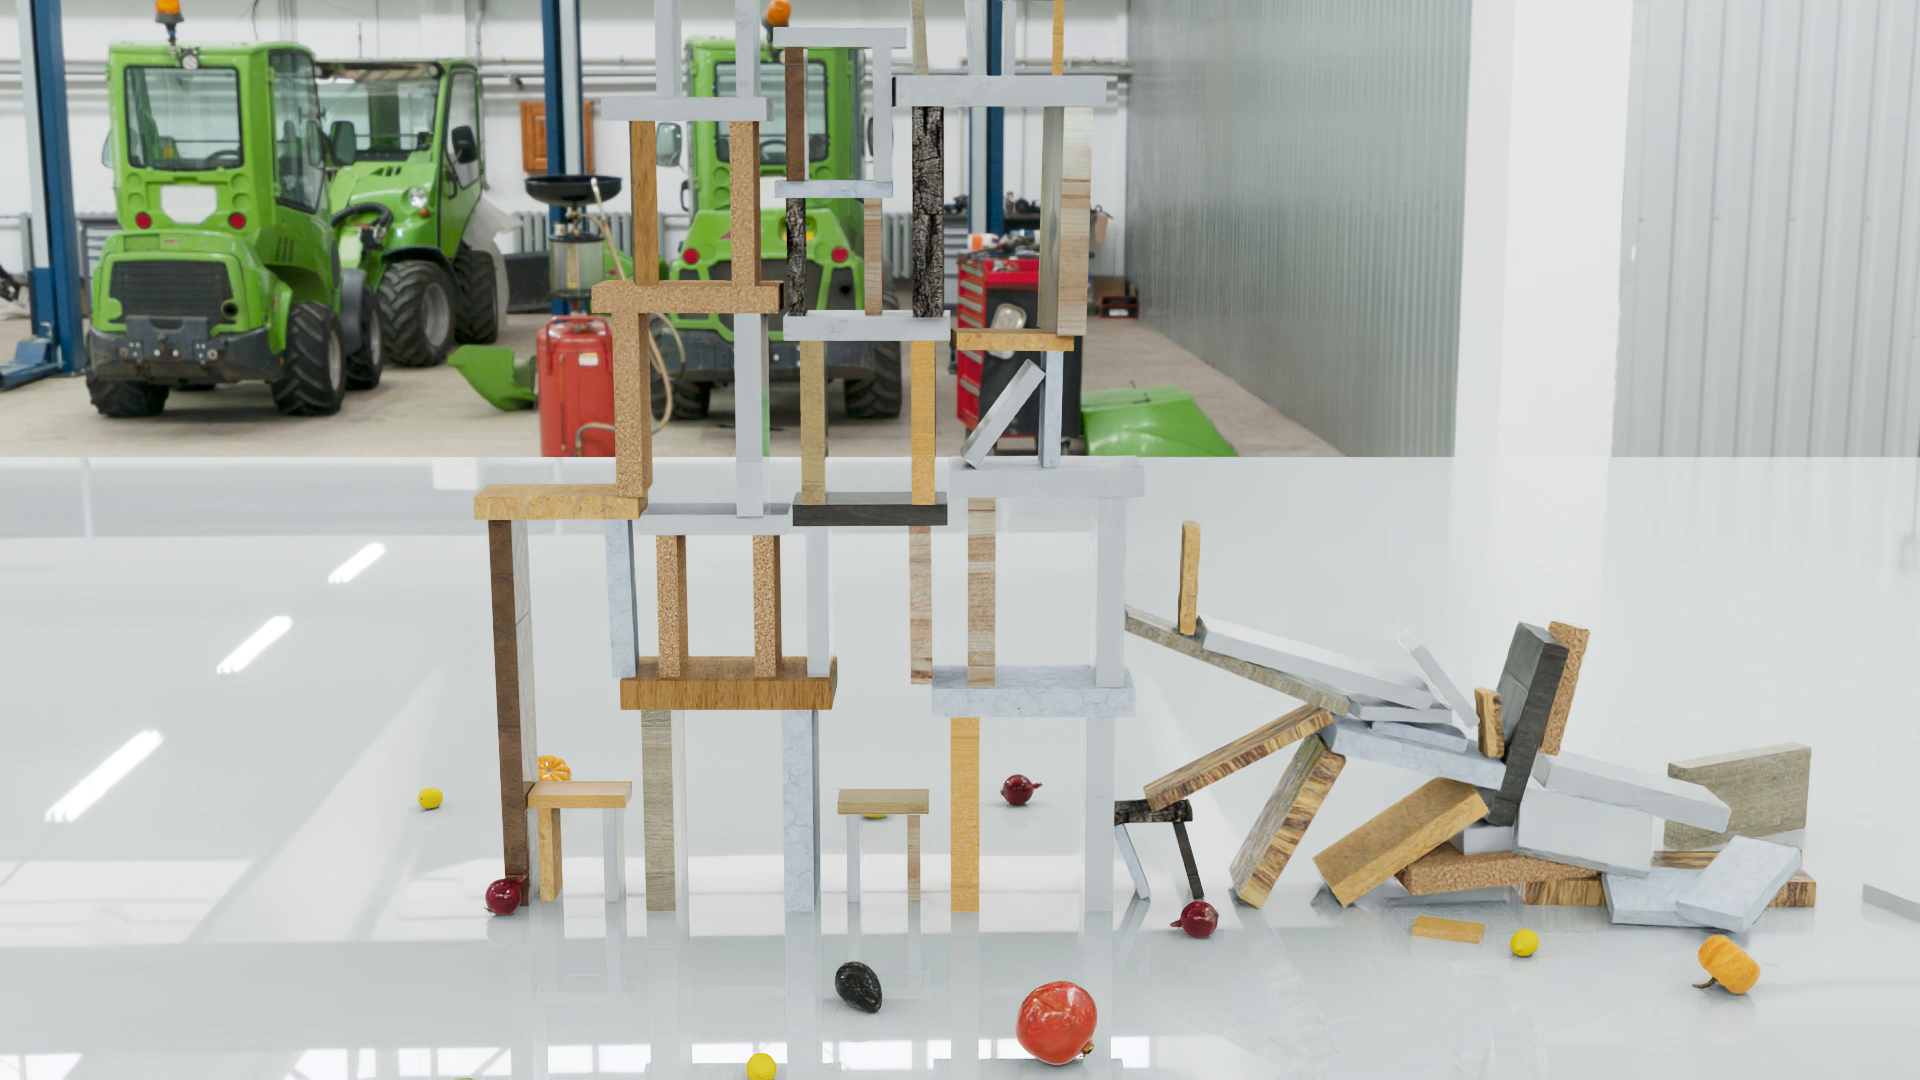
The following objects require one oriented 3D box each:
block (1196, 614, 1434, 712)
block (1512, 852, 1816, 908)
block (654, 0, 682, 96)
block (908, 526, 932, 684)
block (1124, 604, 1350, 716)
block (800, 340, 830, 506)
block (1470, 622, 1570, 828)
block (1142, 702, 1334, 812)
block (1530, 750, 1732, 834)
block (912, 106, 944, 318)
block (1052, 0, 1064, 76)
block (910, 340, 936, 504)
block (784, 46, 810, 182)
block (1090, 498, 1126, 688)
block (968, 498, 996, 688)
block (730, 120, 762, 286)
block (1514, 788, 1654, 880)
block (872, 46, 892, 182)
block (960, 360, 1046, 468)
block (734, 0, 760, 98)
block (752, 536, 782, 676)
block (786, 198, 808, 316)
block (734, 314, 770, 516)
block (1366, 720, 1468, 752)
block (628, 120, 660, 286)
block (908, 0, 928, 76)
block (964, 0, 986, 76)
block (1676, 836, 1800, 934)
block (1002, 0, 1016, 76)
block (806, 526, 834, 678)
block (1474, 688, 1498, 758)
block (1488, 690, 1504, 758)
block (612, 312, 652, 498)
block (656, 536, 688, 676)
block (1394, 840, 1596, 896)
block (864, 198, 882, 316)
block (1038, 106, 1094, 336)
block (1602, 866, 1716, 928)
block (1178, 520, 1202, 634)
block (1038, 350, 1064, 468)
[{"bbox_3d":[0.576,0.200,3.595,0.388,0.030,0.107,16,12,-6],"label":"block"},{"bbox_3d":[1.167,0.566,3.681,0.473,0.043,0.153,0,11,1],"label":"block"},{"bbox_3d":[-0.453,-0.785,3.420,0.027,0.190,0.095,0,11,1],"label":"block"},{"bbox_3d":[-0.063,0.094,3.584,0.035,0.260,0.123,0,11,0],"label":"block"},{"bbox_3d":[0.448,0.196,3.601,0.393,0.024,0.086,22,11,-5],"label":"block"},{"bbox_3d":[-0.233,-0.196,3.526,0.037,0.261,0.131,0,11,-1],"label":"block"},{"bbox_3d":[0.921,0.304,3.647,0.044,0.311,0.155,14,10,-4],"label":"block"},{"bbox_3d":[0.458,0.355,3.632,0.331,0.022,0.079,-27,10,4],"label":"block"},{"bbox_3d":[1.116,0.414,3.685,0.305,0.043,0.153,14,8,-1],"label":"block"},{"bbox_3d":[-0.049,-0.519,3.469,0.046,0.322,0.161,0,11,1],"label":"block"},{"bbox_3d":[0.152,-0.777,3.408,0.016,0.115,0.058,1,11,2],"label":"block"},{"bbox_3d":[-0.058,-0.196,3.529,0.037,0.261,0.130,0,11,0],"label":"block"},{"bbox_3d":[-0.254,-0.665,3.436,0.029,0.203,0.102,0,11,0],"label":"block"},{"bbox_3d":[0.240,0.071,3.578,0.044,0.309,0.154,0,11,-1],"label":"block"},{"bbox_3d":[0.034,0.071,3.576,0.044,0.309,0.154,0,11,0],"label":"block"},{"bbox_3d":[-0.337,-0.531,3.462,0.036,0.253,0.126,0,11,0],"label":"block"},{"bbox_3d":[1.015,0.477,3.582,0.214,0.107,0.030,11,-31,4],"label":"block"},{"bbox_3d":[-0.121,-0.665,3.439,0.029,0.203,0.102,0,11,-2],"label":"block"},{"bbox_3d":[0.067,-0.204,3.520,0.026,0.185,0.093,36,7,-9],"label":"block"},{"bbox_3d":[-0.329,-0.783,3.414,0.027,0.190,0.095,1,11,1],"label":"block"},{"bbox_3d":[-0.313,0.096,3.579,0.033,0.232,0.116,0,11,1],"label":"block"},{"bbox_3d":[-0.258,-0.450,3.481,0.026,0.183,0.091,0,11,-1],"label":"block"},{"bbox_3d":[-0.332,-0.209,3.524,0.041,0.321,0.145,0,11,0],"label":"block"},{"bbox_3d":[0.751,0.312,3.629,0.158,0.022,0.079,14,10,-1],"label":"block"},{"bbox_3d":[-0.498,-0.532,3.465,0.036,0.253,0.126,-2,11,-10],"label":"block"},{"bbox_3d":[-0.064,-0.786,3.405,0.019,0.133,0.067,-4,11,-4],"label":"block"},{"bbox_3d":[0.024,-0.787,3.409,0.019,0.133,0.067,-4,11,-7],"label":"block"},{"bbox_3d":[1.243,0.547,3.509,0.106,0.030,0.212,9,31,43],"label":"block"},{"bbox_3d":[0.075,-0.777,3.409,0.016,0.115,0.058,0,11,-4],"label":"block"},{"bbox_3d":[-0.228,0.088,3.580,0.035,0.247,0.123,0,11,0],"label":"block"},{"bbox_3d":[0.860,0.298,3.597,0.015,0.104,0.052,-6,7,-2],"label":"block"},{"bbox_3d":[0.875,0.301,3.607,0.015,0.104,0.052,-6,6,-2],"label":"block"},{"bbox_3d":[-0.523,-0.223,3.517,0.041,0.290,0.145,0,10,-2],"label":"block"},{"bbox_3d":[-0.468,0.096,3.578,0.033,0.232,0.116,0,11,0],"label":"block"},{"bbox_3d":[0.879,0.529,3.661,0.311,0.044,0.155,-5,10,-6],"label":"block"},{"bbox_3d":[-0.137,-0.450,3.481,0.026,0.183,0.091,0,11,-1],"label":"block"},{"bbox_3d":[0.165,-0.507,3.484,0.046,0.351,0.161,0,11,-9],"label":"block"},{"bbox_3d":[1.153,0.576,3.548,0.212,0.030,0.106,2,33,4],"label":"block"},{"bbox_3d":[0.373,0.060,3.581,0.024,0.173,0.086,3,9,3],"label":"block"},{"bbox_3d":[0.145,-0.215,3.520,0.026,0.185,0.093,1,10,-4],"label":"block"}]
